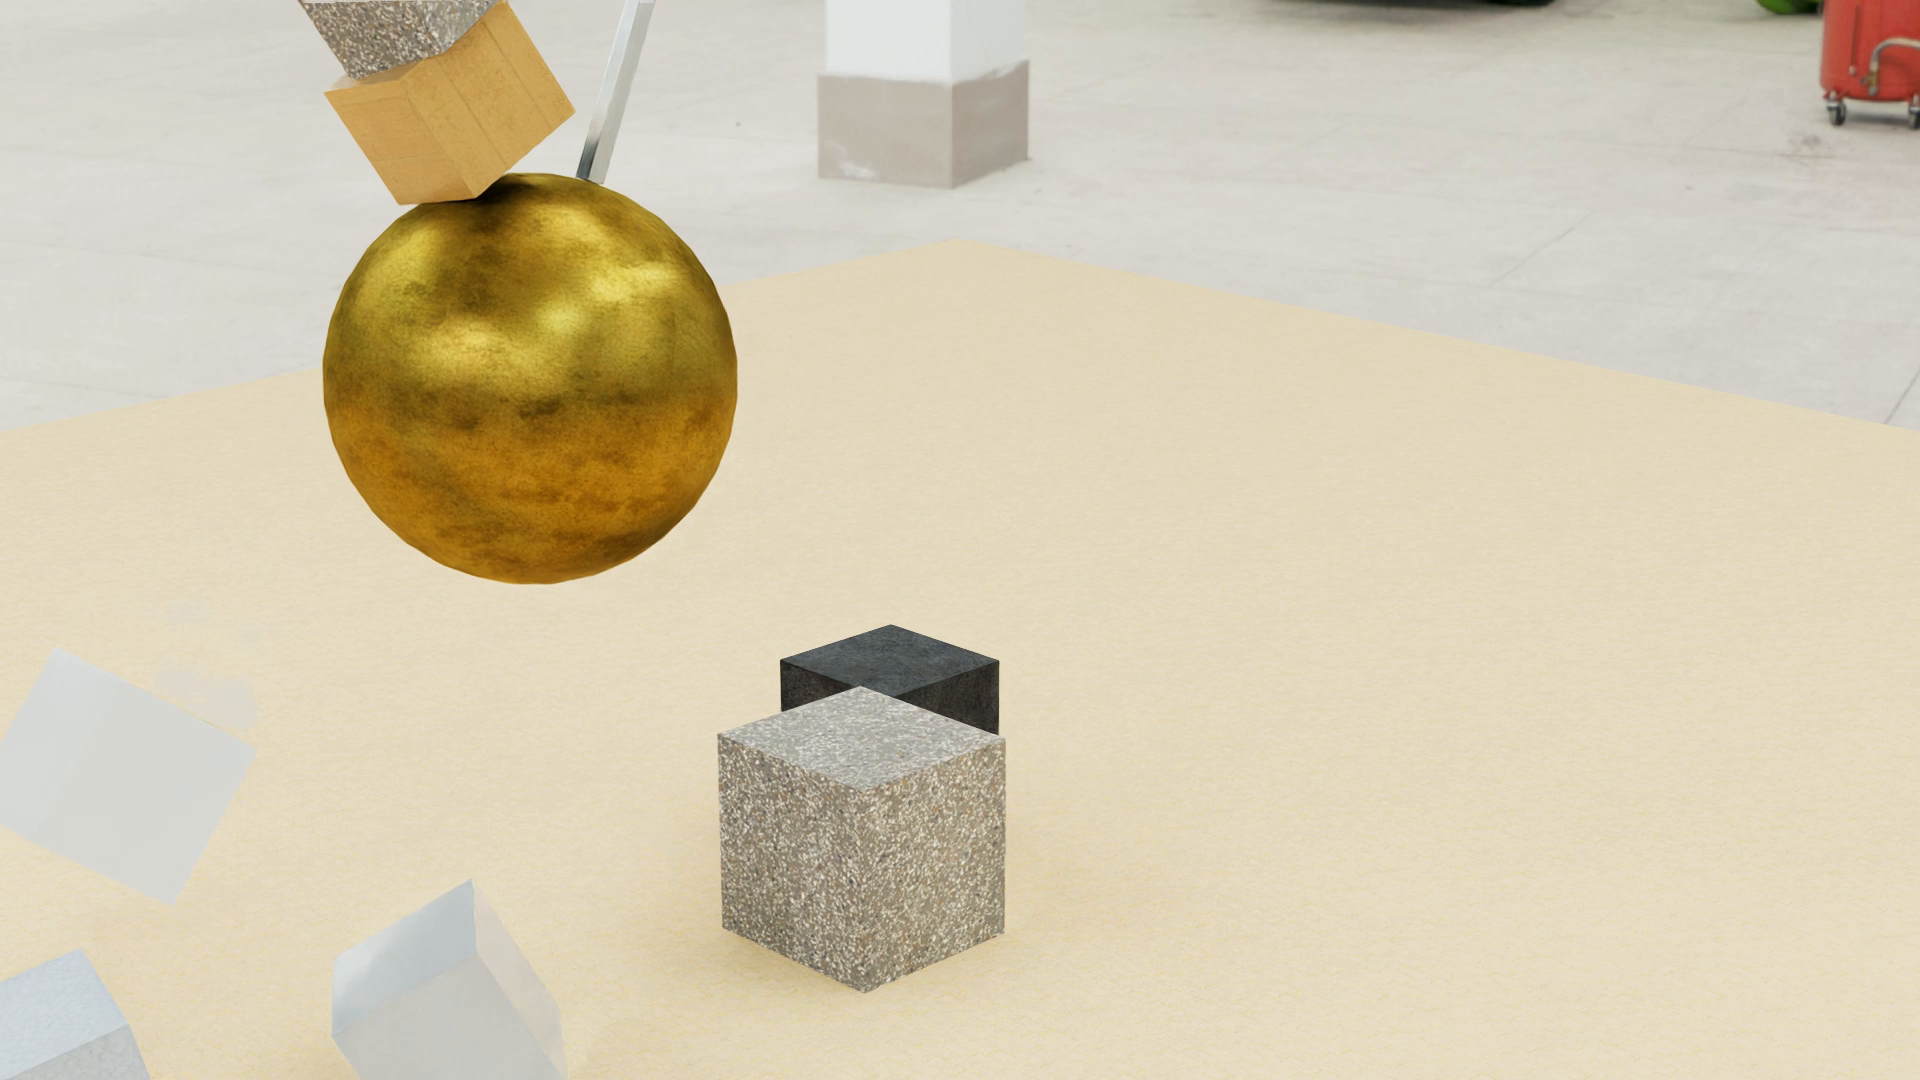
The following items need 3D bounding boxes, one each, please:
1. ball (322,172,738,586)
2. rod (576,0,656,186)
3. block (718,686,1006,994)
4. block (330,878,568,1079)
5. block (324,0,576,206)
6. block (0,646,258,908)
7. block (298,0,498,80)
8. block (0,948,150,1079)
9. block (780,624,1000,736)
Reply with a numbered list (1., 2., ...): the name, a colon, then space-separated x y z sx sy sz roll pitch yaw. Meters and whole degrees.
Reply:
1. ball: -1.663 -0.624 11.402 1.600 1.600 1.600 0 17 0
2. rod: -0.721 -3.891 11.364 0.080 5.200 0.080 17 1 42
3. block: -0.425 1.280 12.746 0.844 0.915 0.915 -17 24 -42
4. block: -1.932 1.821 11.095 0.612 0.654 0.682 -30 20 -1
5. block: -1.925 -1.654 11.070 0.555 0.523 0.564 3 42 49
6. block: -3.005 0.839 10.403 0.538 0.626 0.608 16 -15 47
7. block: -2.070 -2.078 10.807 0.535 0.488 0.487 -7 36 41
8. block: -3.239 2.016 10.556 0.568 0.711 0.707 -23 26 -22
9. block: -0.332 0.951 13.978 0.726 0.805 0.742 -17 24 -42
